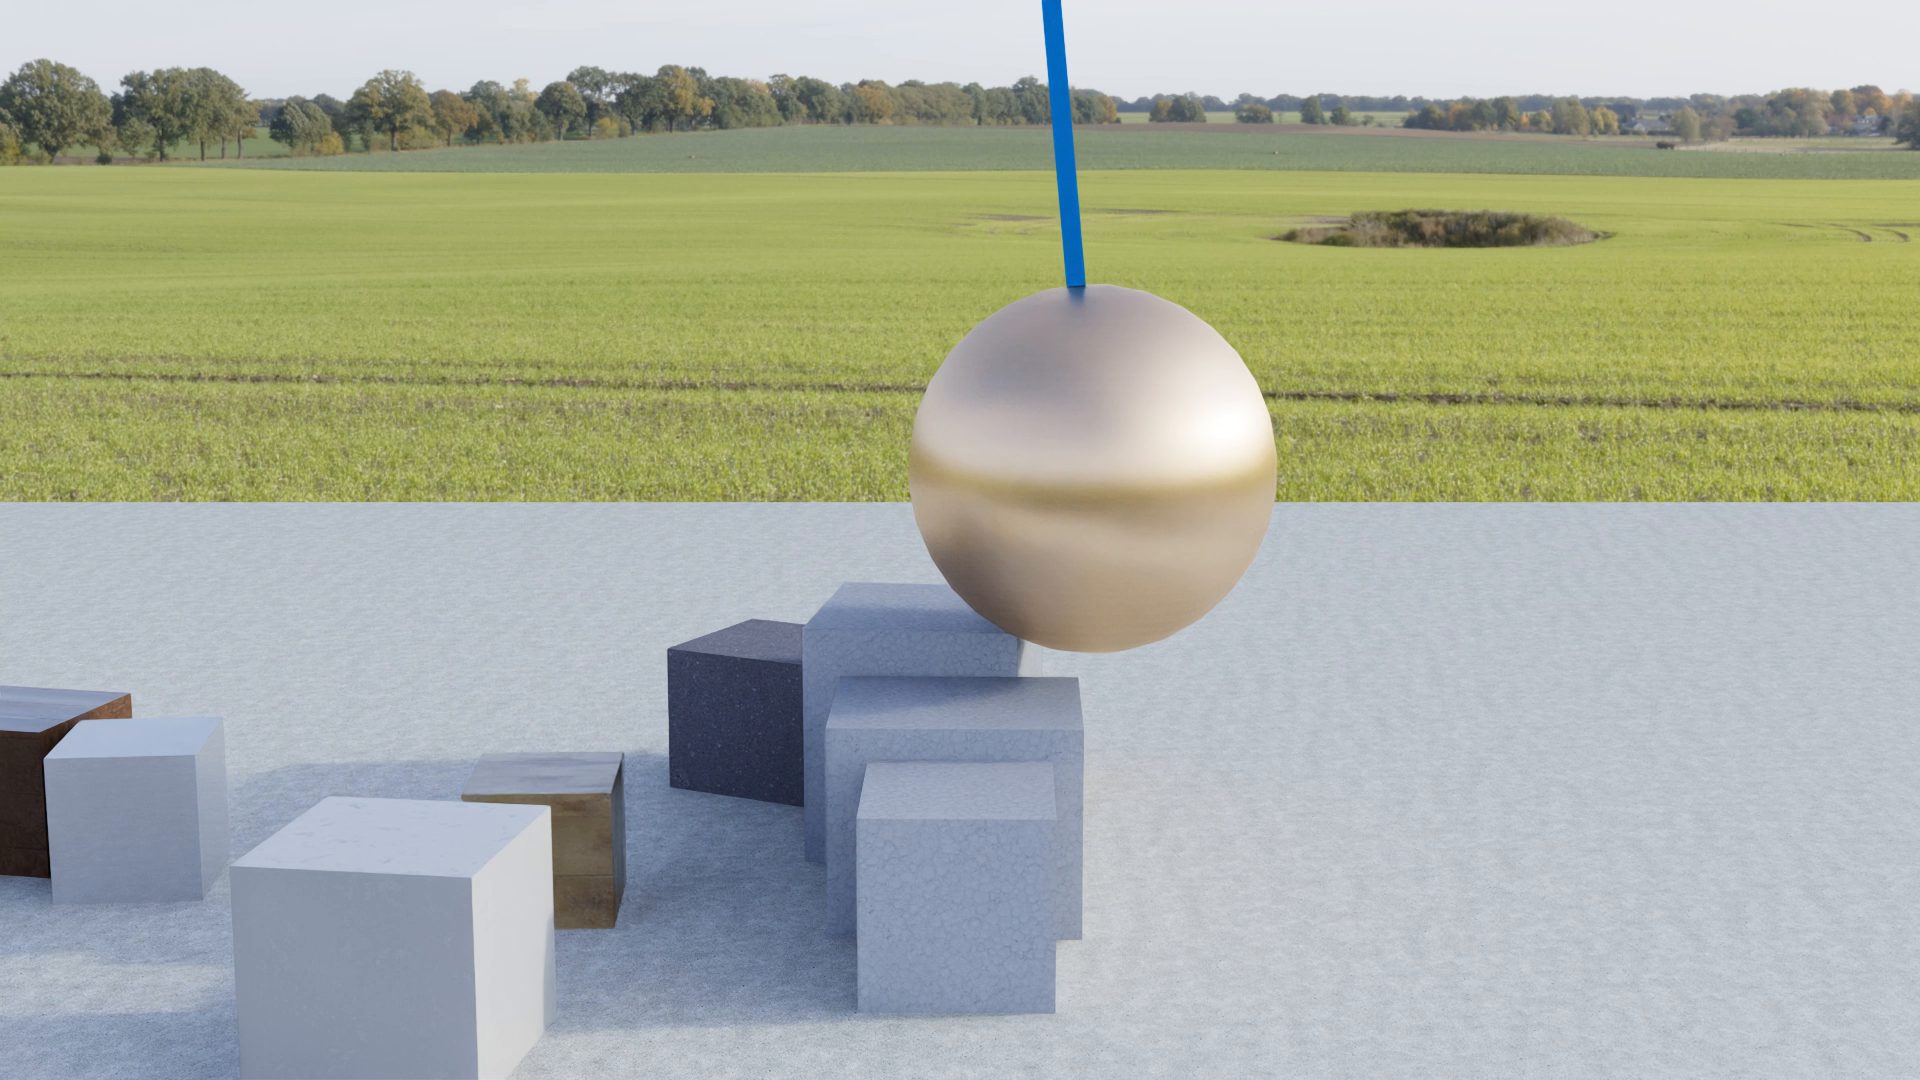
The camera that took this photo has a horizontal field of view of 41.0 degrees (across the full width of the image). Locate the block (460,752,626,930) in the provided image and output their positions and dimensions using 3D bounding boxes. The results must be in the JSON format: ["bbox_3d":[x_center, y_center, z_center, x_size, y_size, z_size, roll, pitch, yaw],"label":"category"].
[{"bbox_3d":[-1.761,1.273,10.930,0.613,0.584,0.662,-1,10,-3],"label":"block"}]

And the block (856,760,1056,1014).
[{"bbox_3d":[-0.006,1.342,10.060,0.749,0.761,0.843,0,10,1],"label":"block"}]

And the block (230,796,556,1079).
[{"bbox_3d":[-2.011,1.459,9.226,0.865,0.829,0.875,2,10,8],"label":"block"}]

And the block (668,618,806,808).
[{"bbox_3d":[-0.885,0.855,12.882,0.852,0.708,0.797,5,12,27],"label":"block"}]

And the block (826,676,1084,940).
[{"bbox_3d":[-0.013,1.120,10.919,1.048,0.889,0.923,0,10,1],"label":"block"}]

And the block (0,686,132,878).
[{"bbox_3d":[-4.281,1.090,11.714,0.696,0.665,0.749,2,11,13],"label":"block"}]

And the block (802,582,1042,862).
[{"bbox_3d":[-0.152,0.839,11.935,0.961,1.079,1.061,1,10,8],"label":"block"}]

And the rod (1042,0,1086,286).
[{"bbox_3d":[0.249,-3.638,10.519,0.080,5.200,0.080,-5,10,1],"label":"rod"}]

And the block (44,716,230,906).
[{"bbox_3d":[-3.600,1.179,11.269,0.626,0.648,0.665,-1,10,-6],"label":"block"}]

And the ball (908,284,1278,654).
[{"bbox_3d":[0.573,-0.308,11.124,1.600,1.600,1.600,0,10,0],"label":"ball"}]
